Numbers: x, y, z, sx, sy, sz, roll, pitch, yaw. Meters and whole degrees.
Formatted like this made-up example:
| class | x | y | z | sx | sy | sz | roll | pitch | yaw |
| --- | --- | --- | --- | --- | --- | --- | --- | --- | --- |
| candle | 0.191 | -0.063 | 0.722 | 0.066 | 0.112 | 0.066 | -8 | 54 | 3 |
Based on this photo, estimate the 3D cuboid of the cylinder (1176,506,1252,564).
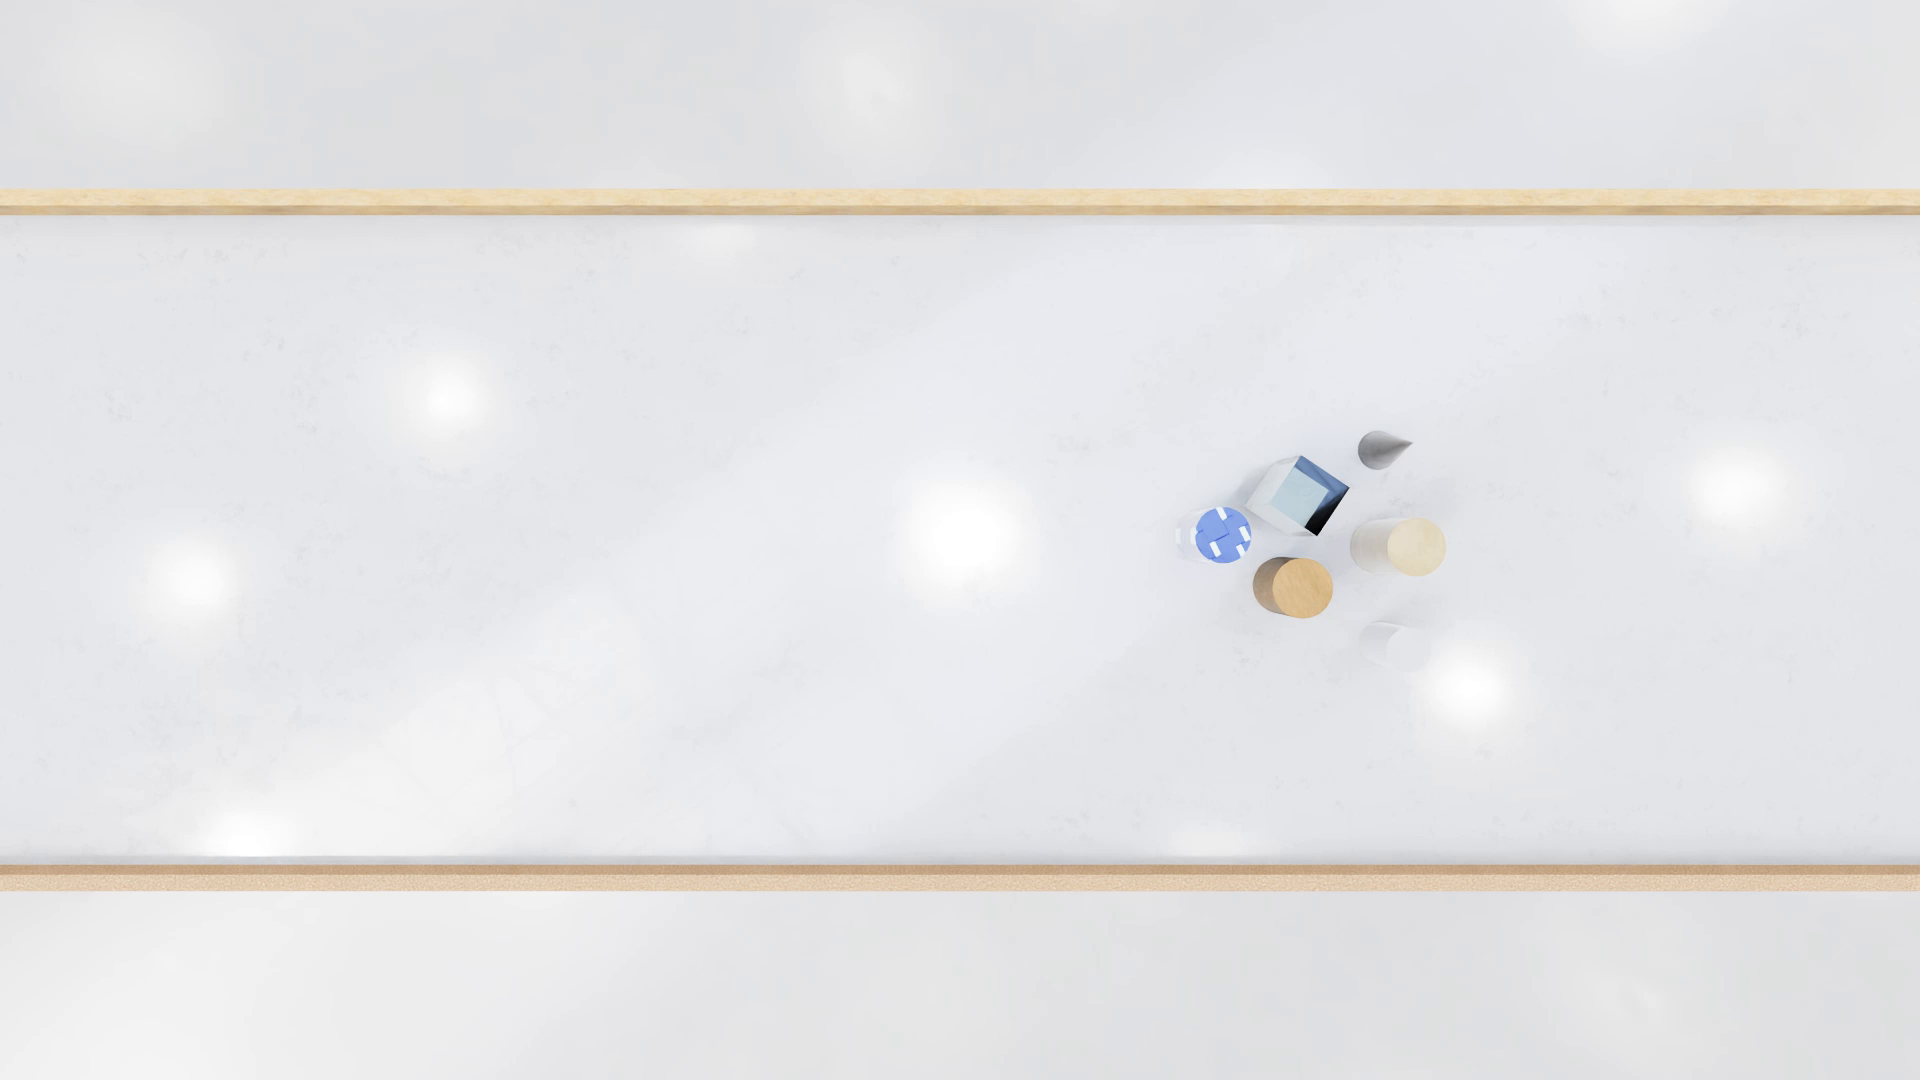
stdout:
| class | x | y | z | sx | sy | sz | roll | pitch | yaw |
| --- | --- | --- | --- | --- | --- | --- | --- | --- | --- |
| cylinder | 0.742 | -0.013 | 4.863 | 0.160 | 0.427 | 0.160 | 0 | 90 | 0 |

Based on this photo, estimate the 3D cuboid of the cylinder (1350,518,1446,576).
| class | x | y | z | sx | sy | sz | roll | pitch | yaw |
| --- | --- | --- | --- | --- | --- | --- | --- | --- | --- |
| cylinder | 1.283 | 0.020 | 4.854 | 0.166 | 0.446 | 0.166 | 0 | 90 | 0 |

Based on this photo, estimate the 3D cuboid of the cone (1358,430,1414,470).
| class | x | y | z | sx | sy | sz | roll | pitch | yaw |
| --- | --- | --- | --- | --- | --- | --- | --- | --- | --- |
| cone | 1.285 | -0.276 | 4.872 | 0.121 | 0.409 | 0.121 | 0 | 90 | 0 |

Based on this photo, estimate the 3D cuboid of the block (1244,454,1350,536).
| class | x | y | z | sx | sy | sz | roll | pitch | yaw |
| --- | --- | --- | --- | --- | --- | --- | --- | --- | --- |
| block | 0.991 | -0.126 | 4.877 | 0.167 | 0.400 | 0.167 | 34 | 90 | 0 |

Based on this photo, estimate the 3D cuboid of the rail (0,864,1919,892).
| class | x | y | z | sx | sy | sz | roll | pitch | yaw |
| --- | --- | --- | --- | --- | --- | --- | --- | --- | --- |
| rail | -2.247 | 1.025 | 5.001 | 12.000 | 0.150 | 0.050 | 0 | 90 | 0 |

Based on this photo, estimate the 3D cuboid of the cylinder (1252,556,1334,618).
| class | x | y | z | sx | sy | sz | roll | pitch | yaw |
| --- | --- | --- | --- | --- | --- | --- | --- | --- | --- |
| cylinder | 0.988 | 0.139 | 4.915 | 0.175 | 0.324 | 0.175 | 0 | 90 | 0 |

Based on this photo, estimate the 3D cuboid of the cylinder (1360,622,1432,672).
| class | x | y | z | sx | sy | sz | roll | pitch | yaw |
| --- | --- | --- | --- | --- | --- | --- | --- | --- | --- |
| cylinder | 1.293 | 0.317 | 4.914 | 0.130 | 0.326 | 0.130 | 0 | 90 | 0 |

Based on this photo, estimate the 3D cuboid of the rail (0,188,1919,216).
| class | x | y | z | sx | sy | sz | roll | pitch | yaw |
| --- | --- | --- | --- | --- | --- | --- | --- | --- | --- |
| rail | -2.247 | -1.025 | 5.002 | 12.000 | 0.150 | 0.050 | 0 | 90 | 0 |
